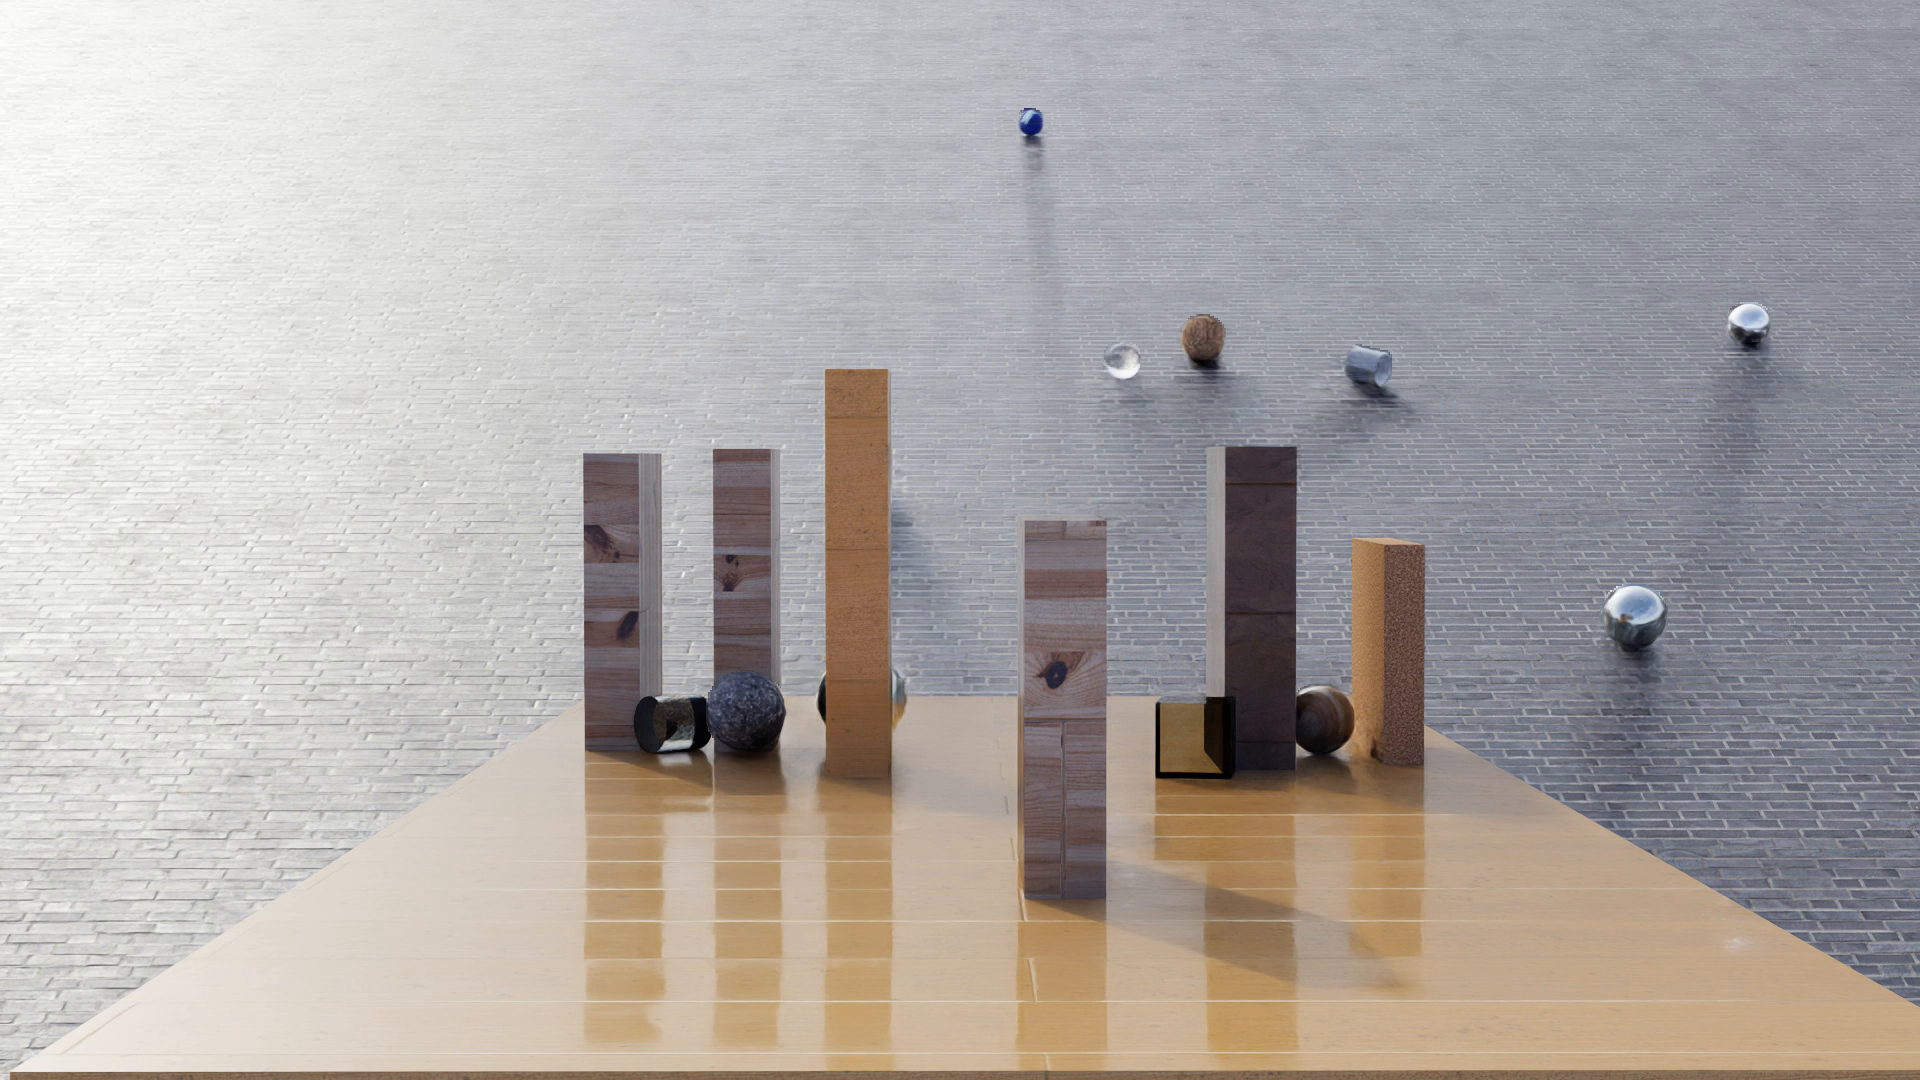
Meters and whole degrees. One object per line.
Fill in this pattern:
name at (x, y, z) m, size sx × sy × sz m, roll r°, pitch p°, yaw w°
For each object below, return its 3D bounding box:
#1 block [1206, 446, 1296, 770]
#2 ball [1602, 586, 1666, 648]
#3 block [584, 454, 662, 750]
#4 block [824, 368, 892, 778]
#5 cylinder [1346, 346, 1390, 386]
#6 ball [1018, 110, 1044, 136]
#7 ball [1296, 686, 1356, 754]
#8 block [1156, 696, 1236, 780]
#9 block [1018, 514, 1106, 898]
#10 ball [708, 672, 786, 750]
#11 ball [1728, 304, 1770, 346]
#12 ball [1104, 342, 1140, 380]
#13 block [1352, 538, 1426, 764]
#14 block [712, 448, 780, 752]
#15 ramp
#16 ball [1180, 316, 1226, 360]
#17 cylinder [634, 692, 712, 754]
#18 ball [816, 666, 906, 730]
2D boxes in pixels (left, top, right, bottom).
block at (0.582, 0.127, 5.180) m, size 0.138 × 0.628 × 0.373 m, roll 0°, pitch 2°, yaw 0°
ball at (1.827, 0.207, 6.982) m, size 0.169 × 0.169 × 0.169 m, roll 0°, pitch 25°, yaw 0°
block at (-0.723, 0.122, 5.551) m, size 0.115 × 0.616 × 0.415 m, roll 0°, pitch 2°, yaw 0°
block at (-0.196, 0.060, 5.016) m, size 0.119 × 0.775 × 0.269 m, roll 0°, pitch 2°, yaw 0°
cylinder at (1.390, -0.593, 8.777) m, size 0.114 × 0.114 × 0.114 m, roll 17°, pitch 29°, yaw 33°
ball at (0.319, -1.870, 11.558) m, size 0.113 × 0.113 × 0.113 m, roll 0°, pitch 25°, yaw 0°
ball at (0.738, 0.368, 5.276) m, size 0.141 × 0.141 × 0.141 m, roll 0°, pitch 25°, yaw 0°
block at (0.452, 0.378, 4.940) m, size 0.143 × 0.143 × 0.143 m, roll 0°, pitch 2°, yaw 10°
block at (0.145, 0.227, 3.742) m, size 0.113 × 0.520 × 0.406 m, roll 0°, pitch 2°, yaw 0°
ball at (-0.435, 0.350, 5.251) m, size 0.160 × 0.160 × 0.160 m, roll 0°, pitch 25°, yaw 0°
ball at (2.789, -0.762, 9.111) m, size 0.147 × 0.147 × 0.147 m, roll 0°, pitch 25°, yaw 0°
ball at (0.556, -0.612, 8.813) m, size 0.125 × 0.125 × 0.125 m, roll 0°, pitch 25°, yaw 0°
block at (0.877, 0.220, 5.294) m, size 0.080 × 0.435 × 0.415 m, roll 0°, pitch 2°, yaw 0°
block at (-0.450, 0.120, 5.465) m, size 0.119 × 0.625 × 0.282 m, roll 0°, pitch 2°, yaw 0°
ramp at (0.057, 0.512, 4.553) m, size 2.000 × 0.100 × 4.000 m, roll 0°, pitch 2°, yaw 0°
ball at (0.846, -0.702, 8.973) m, size 0.154 × 0.154 × 0.154 m, roll 0°, pitch 25°, yaw 0°
cylinder at (-0.593, 0.378, 5.336) m, size 0.117 × 0.117 × 0.117 m, roll -2°, pitch 20°, yaw -42°
ball at (-0.210, 0.337, 5.476) m, size 0.191 × 0.191 × 0.191 m, roll 0°, pitch 25°, yaw 0°
